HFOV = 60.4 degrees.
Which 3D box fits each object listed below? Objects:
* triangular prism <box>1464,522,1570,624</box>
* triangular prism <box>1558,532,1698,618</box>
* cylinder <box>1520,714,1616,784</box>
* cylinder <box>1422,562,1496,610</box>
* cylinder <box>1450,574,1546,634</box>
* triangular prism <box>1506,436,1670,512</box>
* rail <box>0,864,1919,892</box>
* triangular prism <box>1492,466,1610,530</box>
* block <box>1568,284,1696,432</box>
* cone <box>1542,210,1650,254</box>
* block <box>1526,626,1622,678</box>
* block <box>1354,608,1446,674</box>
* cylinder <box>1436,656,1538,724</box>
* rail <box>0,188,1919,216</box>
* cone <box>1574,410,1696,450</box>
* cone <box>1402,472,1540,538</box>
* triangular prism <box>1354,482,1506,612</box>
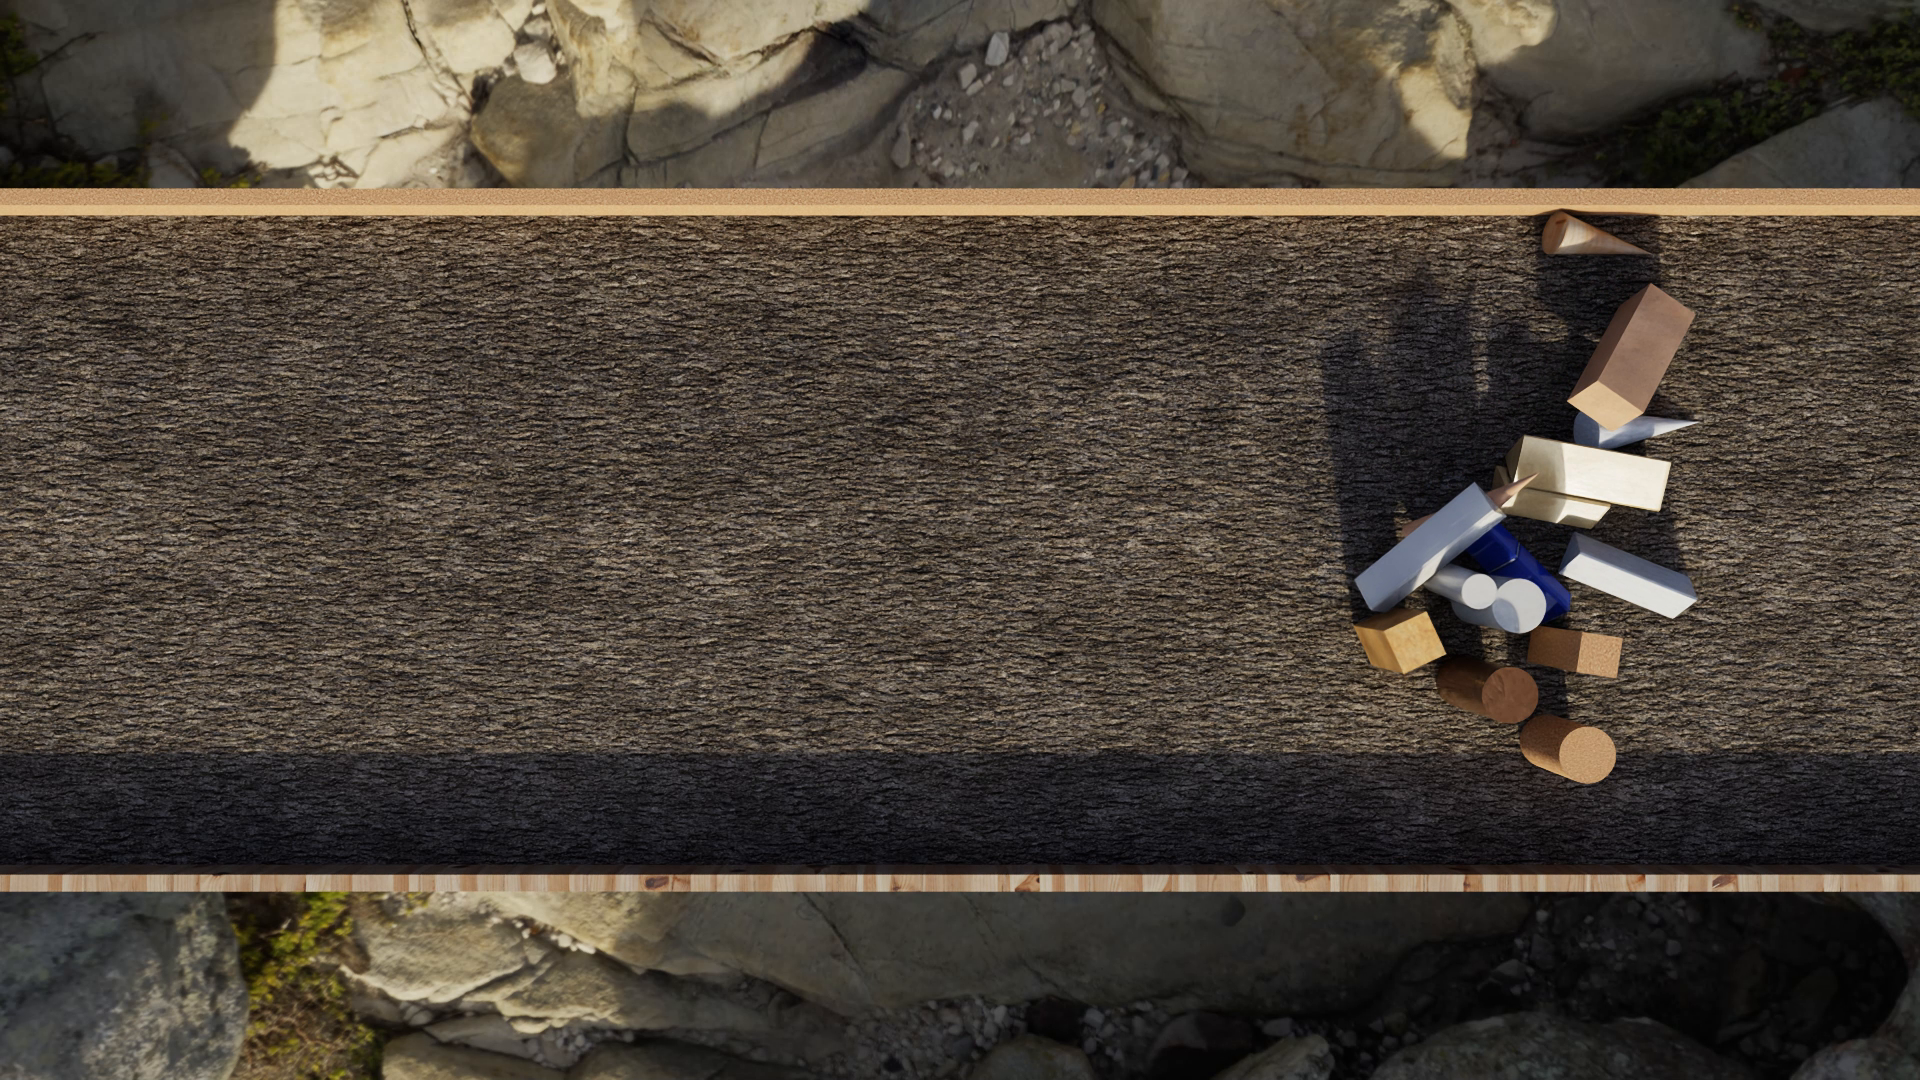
[{"bbox_3d":[1.686,0.068,5.016,0.132,0.114,0.414,-45,90,0],"label":"triangular prism"},{"bbox_3d":[2.040,0.108,5.015,0.380,0.117,0.135,22,90,0],"label":"triangular prism"},{"bbox_3d":[1.805,0.619,4.909,0.164,0.335,0.164,0,90,0],"label":"cylinder"},{"bbox_3d":[1.474,0.129,4.884,0.102,0.378,0.102,0,95,-1],"label":"cylinder"},{"bbox_3d":[1.593,0.184,4.895,0.157,0.355,0.157,0,91,-2],"label":"cylinder"},{"bbox_3d":[1.899,-0.223,4.977,0.447,0.152,0.132,10,128,0],"label":"triangular prism"},{"bbox_3d":[-2.247,1.025,5.001,12.000,0.150,0.050,0,90,0],"label":"rail"},{"bbox_3d":[1.795,-0.131,5.013,0.323,0.120,0.139,10,90,0],"label":"triangular prism"},{"bbox_3d":[2.007,-0.545,4.932,0.163,0.163,0.396,35,70,0],"label":"block"},{"bbox_3d":[1.969,-0.907,5.043,0.339,0.133,0.133,9,90,-11],"label":"cone"},{"bbox_3d":[1.810,0.326,4.871,0.115,0.410,0.115,9,90,0],"label":"block"},{"bbox_3d":[1.299,0.294,4.889,0.134,0.373,0.134,-25,89,0],"label":"block"},{"bbox_3d":[1.544,0.436,4.853,0.159,0.447,0.159,0,90,0],"label":"cylinder"},{"bbox_3d":[-2.247,-1.025,5.002,12.000,0.150,0.050,0,90,0],"label":"rail"},{"bbox_3d":[2.090,-0.344,5.041,0.386,0.143,0.143,-6,90,-11],"label":"cone"},{"bbox_3d":[1.540,-0.091,4.900,0.428,0.153,0.153,-36,90,31],"label":"cone"},{"bbox_3d":[1.388,0.043,4.870,0.139,0.121,0.459,46,112,-4],"label":"triangular prism"}]
